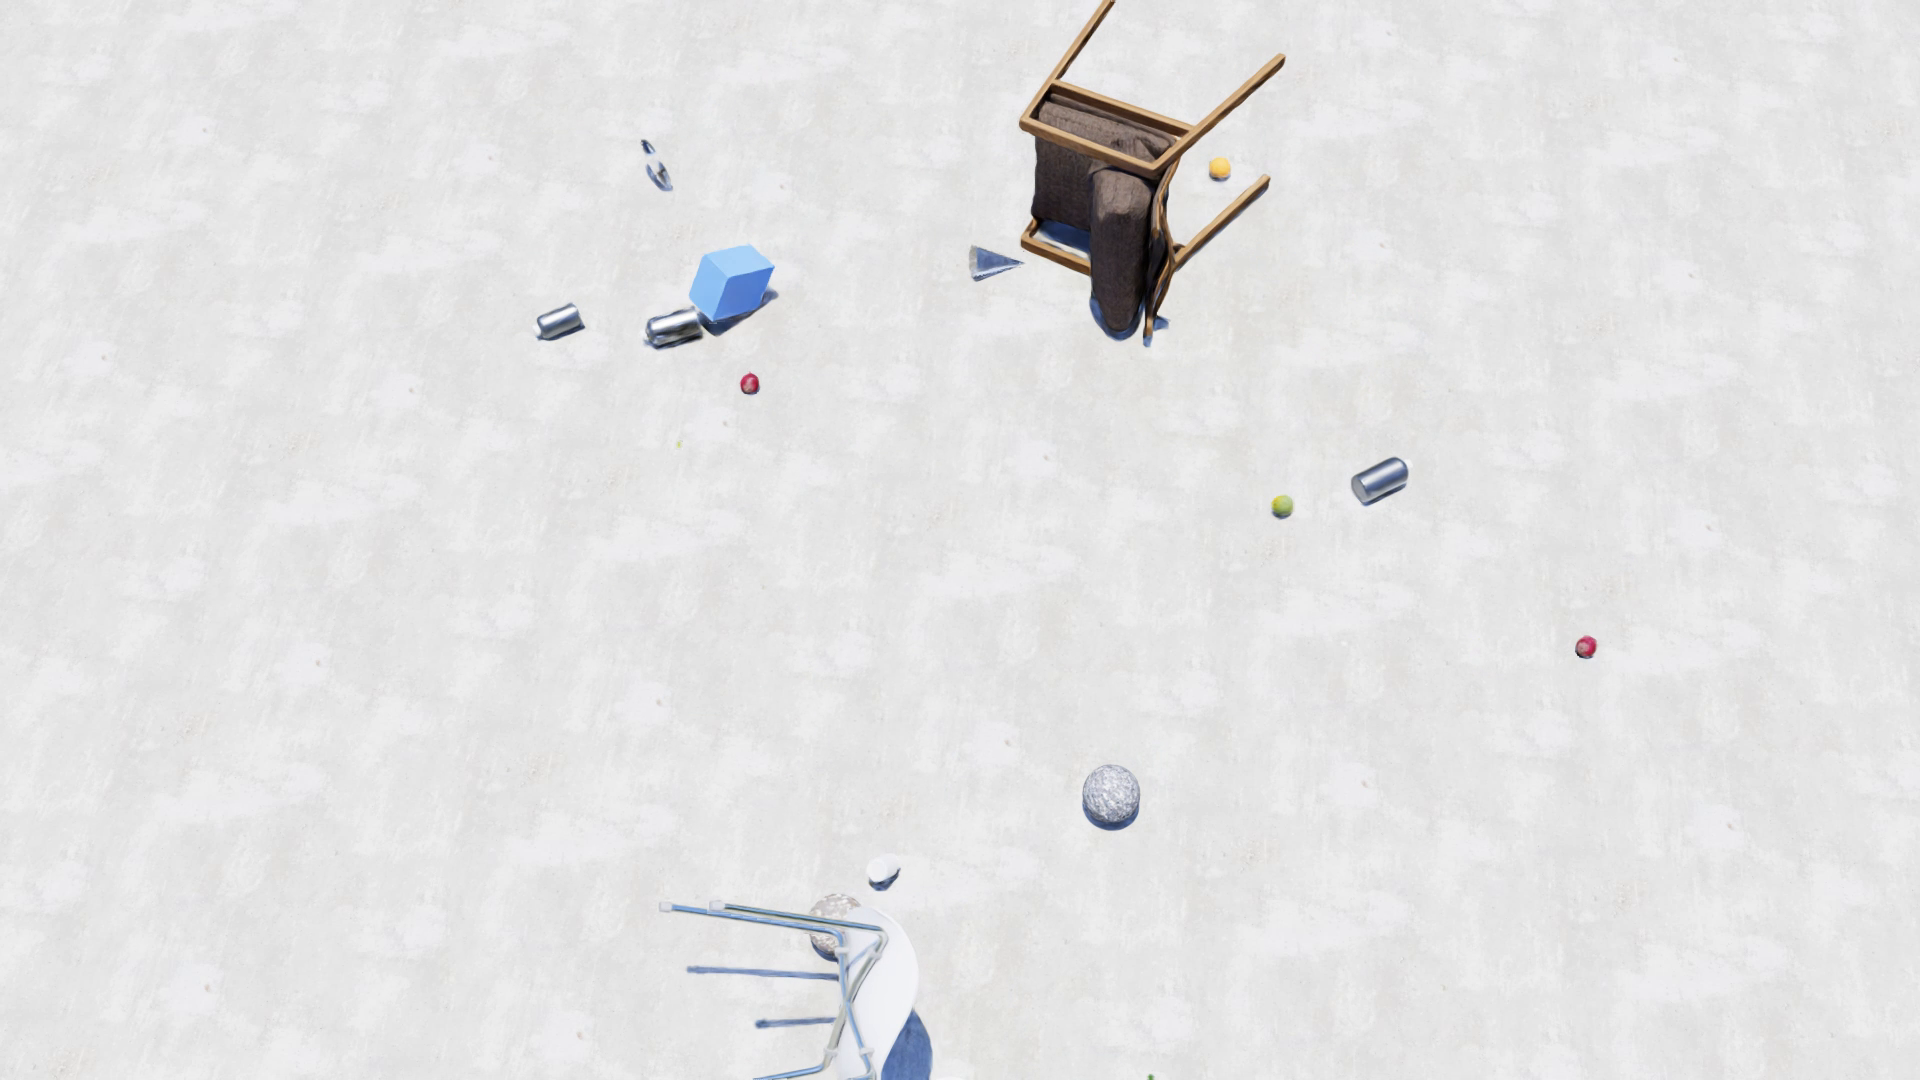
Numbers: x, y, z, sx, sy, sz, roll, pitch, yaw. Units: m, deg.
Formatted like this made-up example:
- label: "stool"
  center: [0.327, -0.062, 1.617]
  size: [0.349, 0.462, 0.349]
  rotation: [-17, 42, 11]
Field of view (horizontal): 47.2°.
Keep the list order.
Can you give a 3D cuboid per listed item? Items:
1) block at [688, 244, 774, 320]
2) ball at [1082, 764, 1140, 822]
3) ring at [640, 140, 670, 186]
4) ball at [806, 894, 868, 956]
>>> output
- label: "block"
  center: [-0.725, -0.817, 6.969]
  size: [0.123, 0.173, 0.205]
  rotation: [43, 39, 22]
- label: "ball"
  center: [0.414, 0.693, 6.013]
  size: [0.160, 0.160, 0.160]
  rotation: [0, 56, 0]
- label: "ring"
  center: [-1.015, -1.257, 7.319]
  size: [0.037, 0.178, 0.137]
  rotation: [-32, 29, -7]
- label: "ball"
  center: [-0.323, 1.013, 5.798]
  size: [0.160, 0.160, 0.160]
  rotation: [0, 56, 0]
